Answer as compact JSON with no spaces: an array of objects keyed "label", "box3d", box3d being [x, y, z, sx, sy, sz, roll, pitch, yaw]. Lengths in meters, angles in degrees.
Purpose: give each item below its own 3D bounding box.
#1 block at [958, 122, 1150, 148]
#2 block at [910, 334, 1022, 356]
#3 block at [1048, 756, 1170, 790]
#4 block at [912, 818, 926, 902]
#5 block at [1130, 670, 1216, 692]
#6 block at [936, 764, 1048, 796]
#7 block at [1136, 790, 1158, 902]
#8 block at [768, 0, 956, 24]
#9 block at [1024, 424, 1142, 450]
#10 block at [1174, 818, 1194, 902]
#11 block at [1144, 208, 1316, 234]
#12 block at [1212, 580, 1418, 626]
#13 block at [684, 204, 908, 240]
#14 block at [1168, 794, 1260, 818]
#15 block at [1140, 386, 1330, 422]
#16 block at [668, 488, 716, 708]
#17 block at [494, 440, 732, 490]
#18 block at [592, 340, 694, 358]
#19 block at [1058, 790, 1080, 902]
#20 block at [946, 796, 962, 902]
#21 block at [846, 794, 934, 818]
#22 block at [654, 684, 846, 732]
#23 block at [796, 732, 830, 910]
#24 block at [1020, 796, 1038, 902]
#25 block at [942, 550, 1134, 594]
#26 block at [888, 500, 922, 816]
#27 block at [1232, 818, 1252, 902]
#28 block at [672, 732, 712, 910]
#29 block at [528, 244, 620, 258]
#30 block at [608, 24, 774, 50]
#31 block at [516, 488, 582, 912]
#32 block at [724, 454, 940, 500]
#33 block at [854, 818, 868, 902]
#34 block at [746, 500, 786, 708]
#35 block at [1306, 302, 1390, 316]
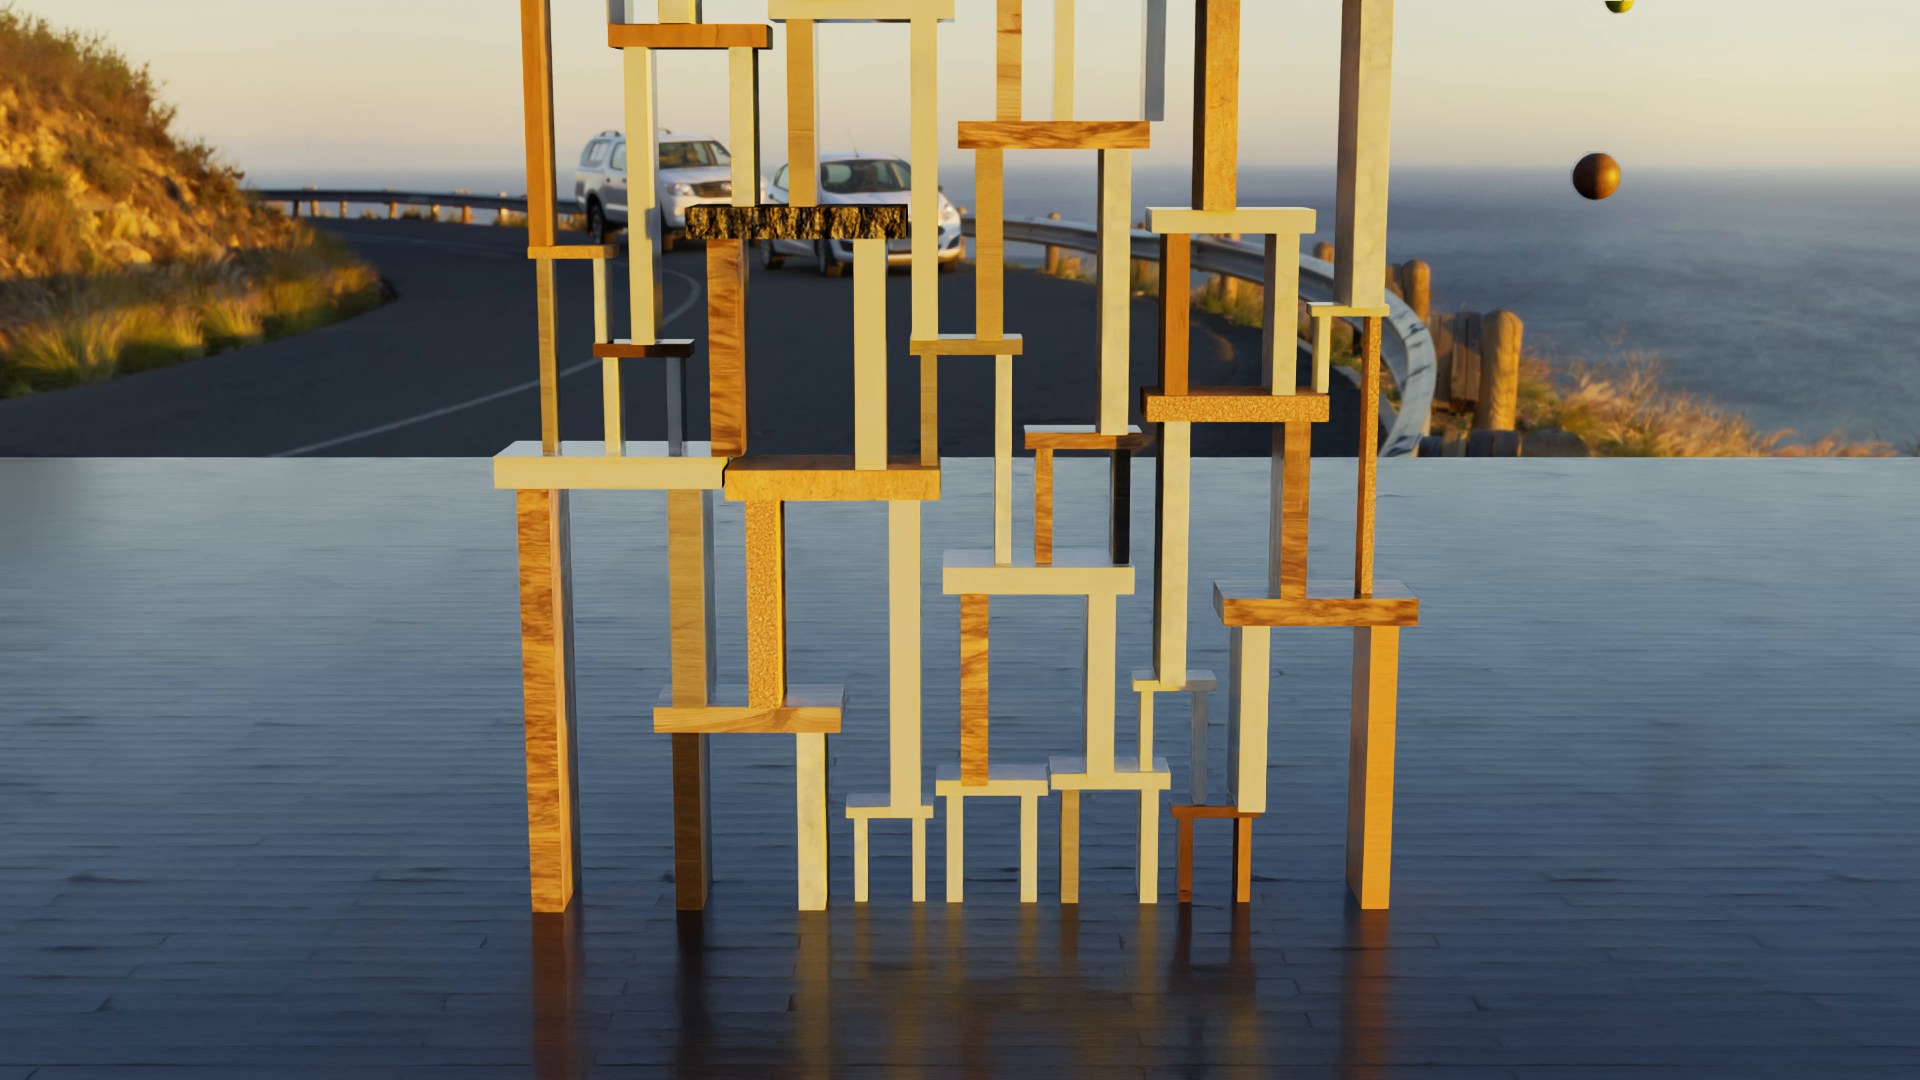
[{"label":"block","box3d":[0.144,-0.634,3.442,0.294,0.042,0.147,0,11,0]},{"label":"block","box3d":[0.010,-0.312,3.501,0.177,0.025,0.089,0,11,0]},{"label":"block","box3d":[0.246,0.385,3.634,0.194,0.028,0.097,0,11,0]},{"label":"block","box3d":[-0.068,0.520,3.655,0.020,0.143,0.072,0,11,0]},{"label":"block","box3d":[0.349,0.230,3.605,0.134,0.019,0.067,0,11,0]},{"label":"block","box3d":[0.052,0.397,3.638,0.183,0.026,0.091,0,11,0]},{"label":"block","box3d":[0.311,0.494,3.655,0.028,0.194,0.097,0,11,0]},{"label":"block","box3d":[-0.150,-0.825,3.408,0.284,0.040,0.142,0,11,0]},{"label":"block","box3d":[0.196,-0.166,3.534,0.185,0.026,0.093,0,11,0]},{"label":"block","box3d":[0.372,0.520,3.653,0.020,0.144,0.072,0,11,0]},{"label":"block","box3d":[0.423,-0.504,3.461,0.253,0.036,0.126,0,11,0]},{"label":"block","box3d":[0.576,0.102,3.583,0.310,0.044,0.155,0,11,0]},{"label":"block","box3d":[-0.253,-0.502,3.464,0.338,0.048,0.169,0,11,0]},{"label":"block","box3d":[0.420,0.439,3.638,0.144,0.020,0.072,0,10,0]},{"label":"block","box3d":[0.436,-0.218,3.516,0.284,0.040,0.142,0,11,0]},{"label":"block","box3d":[-0.434,0.078,3.574,0.050,0.356,0.178,0,10,0]},{"label":"block","box3d":[-0.553,-0.122,3.537,0.356,0.050,0.178,0,11,0]},{"label":"block","box3d":[-0.502,-0.305,3.501,0.151,0.021,0.076,0,11,0]},{"label":"block","box3d":[0.181,0.494,3.655,0.028,0.194,0.097,0,11,0]},{"label":"block","box3d":[-0.009,0.499,3.657,0.026,0.183,0.091,0,11,0]},{"label":"block","box3d":[-0.116,0.440,3.640,0.143,0.020,0.072,0,11,0]},{"label":"block","box3d":[-0.342,0.275,3.606,0.300,0.042,0.150,0,11,0]},{"label":"block","box3d":[-0.242,0.443,3.638,0.042,0.300,0.150,0,11,0]},{"label":"block","box3d":[0.113,0.499,3.657,0.026,0.183,0.091,0,11,0]},{"label":"block","box3d":[0.125,0.051,3.570,0.304,0.043,0.152,0,11,0]},{"label":"block","box3d":[-0.088,0.176,3.591,0.048,0.516,0.169,0,11,0]},{"label":"block","box3d":[0.468,0.520,3.653,0.020,0.144,0.072,0,11,0]},{"label":"block","box3d":[-0.442,0.443,3.637,0.042,0.300,0.150,0,11,0]},{"label":"block","box3d":[-0.609,-0.456,3.470,0.133,0.019,0.067,0,11,0]},{"label":"block","box3d":[-0.417,-0.781,3.416,0.242,0.034,0.121,0,11,0]},{"label":"block","box3d":[-0.672,0.247,3.605,0.050,0.699,0.178,0,11,0]},{"label":"block","box3d":[-0.201,-0.101,3.539,0.337,0.048,0.169,0,11,0]},{"label":"block","box3d":[-0.163,0.520,3.655,0.020,0.143,0.072,0,11,0]},{"label":"block","box3d":[-0.314,0.088,3.573,0.048,0.337,0.169,0,11,0]},{"label":"block","box3d":[0.615,-0.367,3.493,0.122,0.017,0.061,0,11,0]}]
